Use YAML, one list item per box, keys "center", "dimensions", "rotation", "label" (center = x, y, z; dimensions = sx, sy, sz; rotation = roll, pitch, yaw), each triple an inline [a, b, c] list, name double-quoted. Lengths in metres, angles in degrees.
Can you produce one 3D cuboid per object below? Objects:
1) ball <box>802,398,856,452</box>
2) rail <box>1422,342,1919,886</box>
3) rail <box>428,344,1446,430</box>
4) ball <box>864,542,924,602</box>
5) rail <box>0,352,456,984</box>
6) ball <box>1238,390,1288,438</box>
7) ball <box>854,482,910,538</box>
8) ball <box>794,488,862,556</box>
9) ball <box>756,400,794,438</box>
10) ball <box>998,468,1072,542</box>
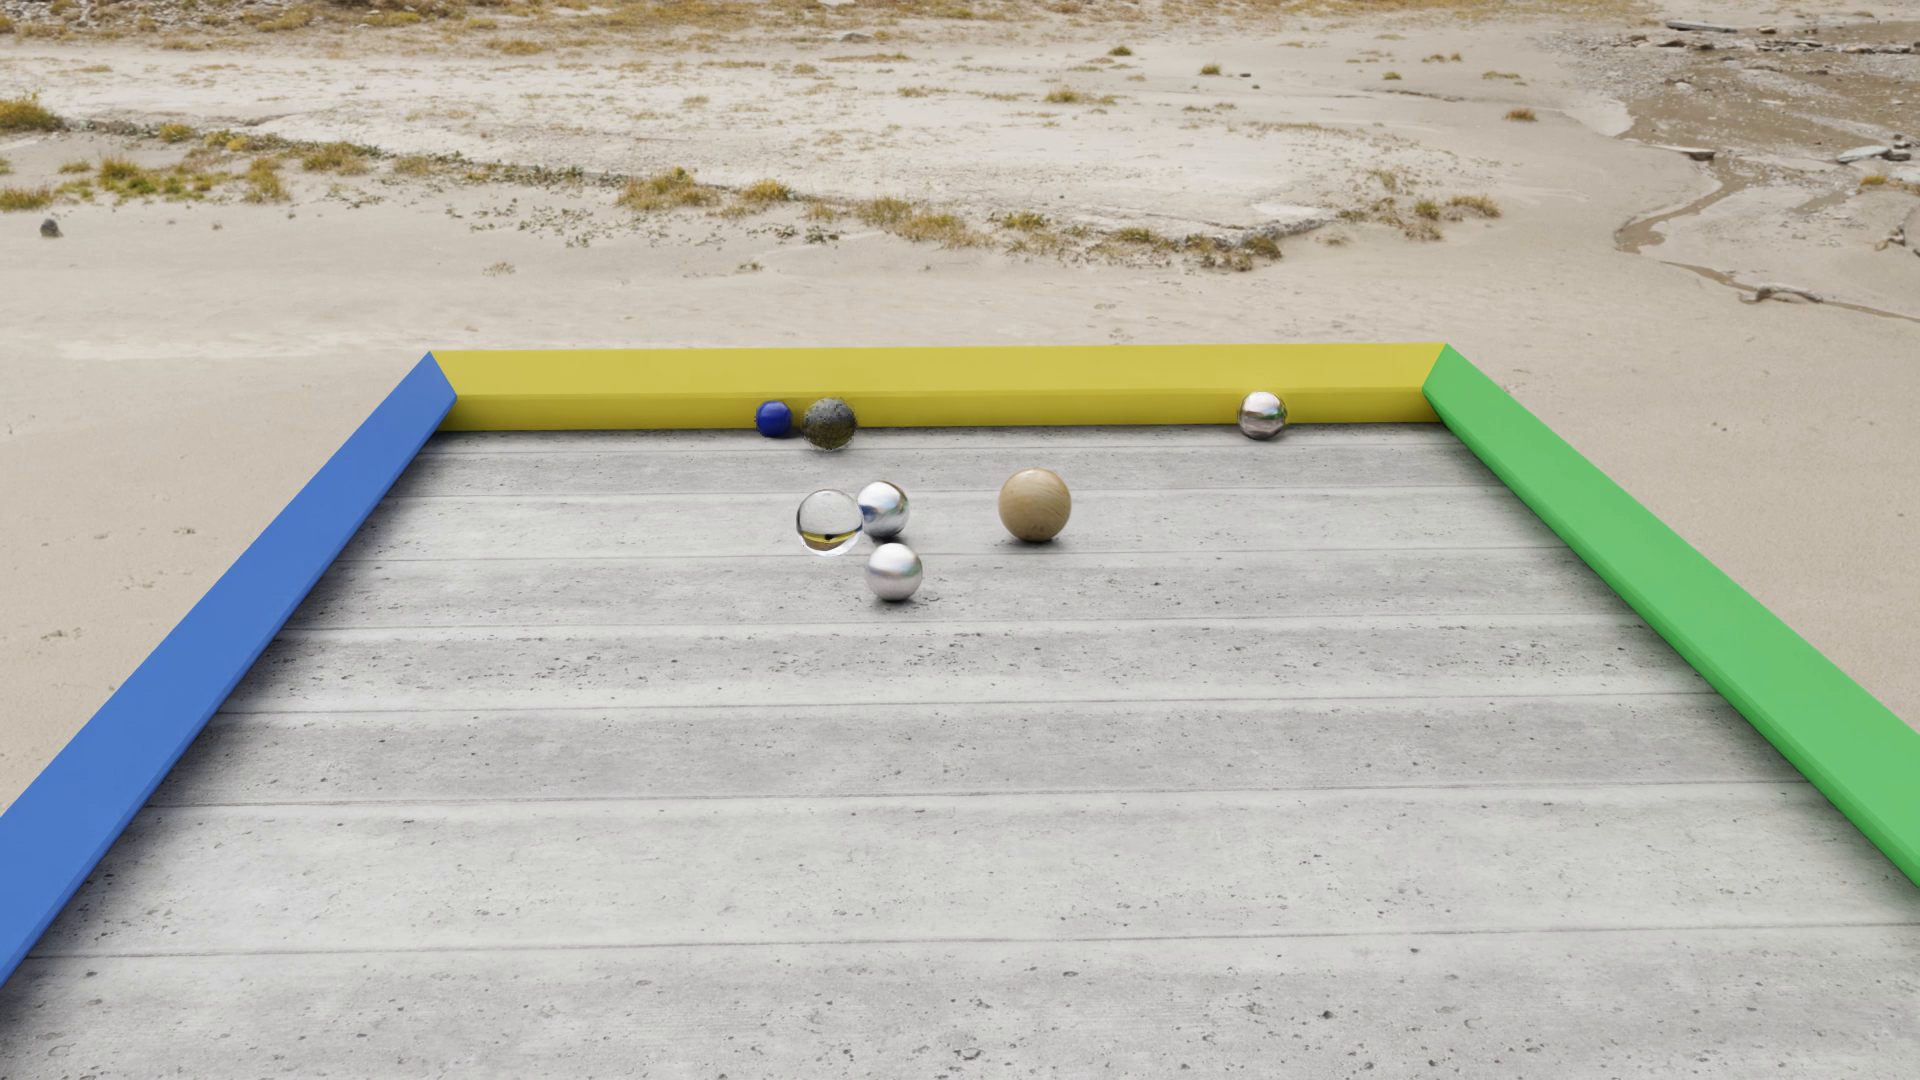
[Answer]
- center: [-0.186, -0.164, 3.117]
  dimensions: [0.076, 0.076, 0.076]
  rotation: [0, 17, 0]
  label: "ball"
- center: [0.751, 0.174, 1.935]
  dimensions: [0.045, 0.118, 2.803]
  rotation: [-1, 17, -2]
  label: "rail"
- center: [-0.025, -0.220, 3.226]
  dimensions: [1.499, 0.118, 0.045]
  rotation: [-1, 17, -2]
  label: "rail"
- center: [-0.074, 0.036, 2.479]
  dimensions: [0.066, 0.066, 0.066]
  rotation: [0, 17, 0]
  label: "ball"
- center: [-0.699, 0.190, 1.883]
  dimensions: [0.045, 0.118, 2.803]
  rotation: [-1, 17, -2]
  label: "rail"
- center: [0.438, -0.182, 3.184]
  dimensions: [0.071, 0.071, 0.071]
  rotation: [0, 17, 0]
  label: "ball"
- center: [-0.097, -0.037, 2.710]
  dimensions: [0.071, 0.071, 0.071]
  rotation: [0, 17, 0]
  label: "ball"
- center: [-0.158, -0.021, 2.640]
  dimensions: [0.081, 0.081, 0.081]
  rotation: [0, 17, 0]
  label: "ball"
- center: [-0.269, -0.176, 3.195]
  dimensions: [0.053, 0.053, 0.053]
  rotation: [0, 17, 0]
  label: "ball"
- center: [0.092, -0.043, 2.695]
  dimensions: [0.091, 0.091, 0.091]
  rotation: [0, 17, 0]
  label: "ball"
